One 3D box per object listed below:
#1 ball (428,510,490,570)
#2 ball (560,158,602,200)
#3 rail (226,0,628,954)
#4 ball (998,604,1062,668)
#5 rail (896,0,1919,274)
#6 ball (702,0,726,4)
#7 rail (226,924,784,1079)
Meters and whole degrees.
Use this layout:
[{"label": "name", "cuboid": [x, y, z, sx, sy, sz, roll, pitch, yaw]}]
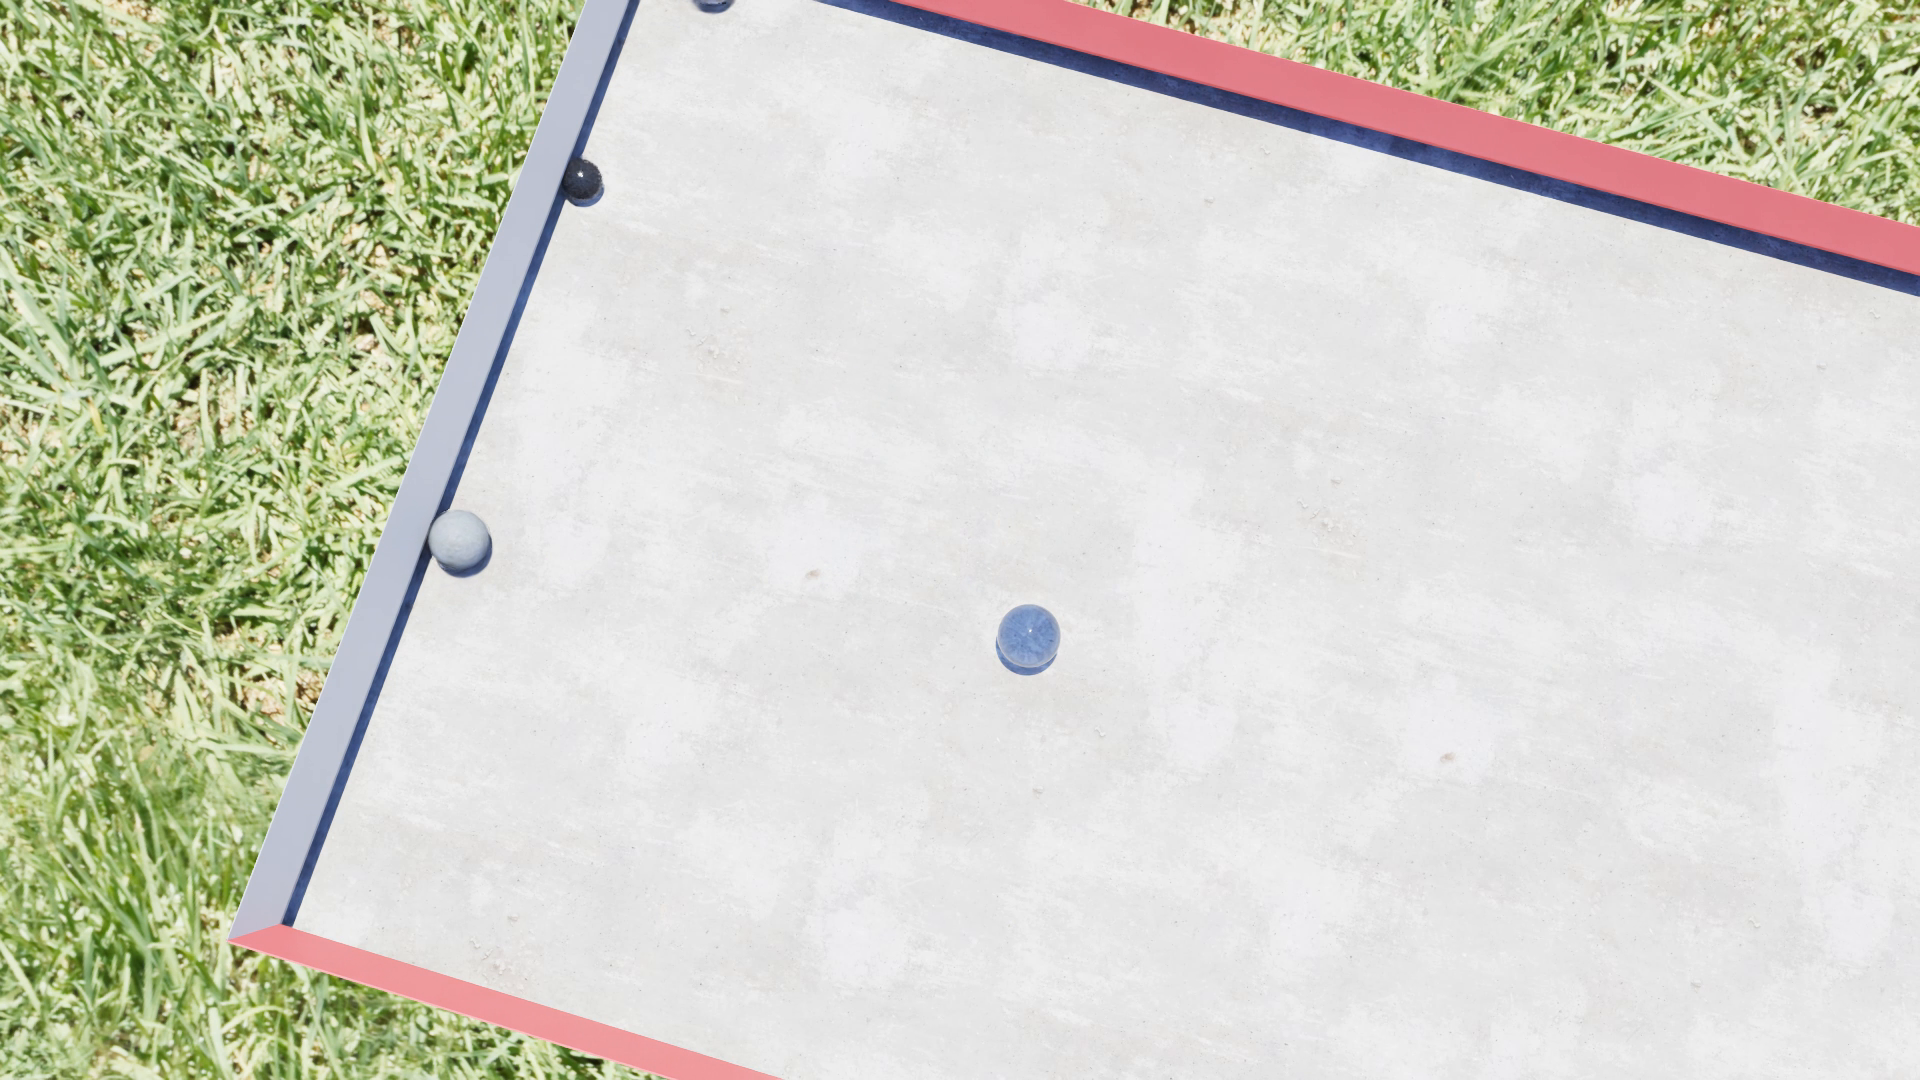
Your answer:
[{"label": "ball", "cuboid": [-0.763, 0.000, 3.348, 0.091, 0.091, 0.091, 0, 74, 0]}, {"label": "ball", "cuboid": [-0.606, -0.578, 3.523, 0.066, 0.066, 0.066, 0, 74, 0]}, {"label": "rail", "cuboid": [-0.764, -0.224, 3.392, 0.045, 0.125, 1.766, 16, 75, 4]}, {"label": "ball", "cuboid": [0.104, 0.144, 3.305, 0.097, 0.097, 0.097, 0, 74, 0]}, {"label": "rail", "cuboid": [1.031, -0.574, 3.490, 3.281, 0.125, 0.045, 16, 75, 4]}, {"label": "ball", "cuboid": [-0.406, -0.921, 3.613, 0.080, 0.080, 0.080, 0, 74, 0]}, {"label": "rail", "cuboid": [0.541, 1.012, 3.045, 3.281, 0.125, 0.045, 16, 75, 4]}]
